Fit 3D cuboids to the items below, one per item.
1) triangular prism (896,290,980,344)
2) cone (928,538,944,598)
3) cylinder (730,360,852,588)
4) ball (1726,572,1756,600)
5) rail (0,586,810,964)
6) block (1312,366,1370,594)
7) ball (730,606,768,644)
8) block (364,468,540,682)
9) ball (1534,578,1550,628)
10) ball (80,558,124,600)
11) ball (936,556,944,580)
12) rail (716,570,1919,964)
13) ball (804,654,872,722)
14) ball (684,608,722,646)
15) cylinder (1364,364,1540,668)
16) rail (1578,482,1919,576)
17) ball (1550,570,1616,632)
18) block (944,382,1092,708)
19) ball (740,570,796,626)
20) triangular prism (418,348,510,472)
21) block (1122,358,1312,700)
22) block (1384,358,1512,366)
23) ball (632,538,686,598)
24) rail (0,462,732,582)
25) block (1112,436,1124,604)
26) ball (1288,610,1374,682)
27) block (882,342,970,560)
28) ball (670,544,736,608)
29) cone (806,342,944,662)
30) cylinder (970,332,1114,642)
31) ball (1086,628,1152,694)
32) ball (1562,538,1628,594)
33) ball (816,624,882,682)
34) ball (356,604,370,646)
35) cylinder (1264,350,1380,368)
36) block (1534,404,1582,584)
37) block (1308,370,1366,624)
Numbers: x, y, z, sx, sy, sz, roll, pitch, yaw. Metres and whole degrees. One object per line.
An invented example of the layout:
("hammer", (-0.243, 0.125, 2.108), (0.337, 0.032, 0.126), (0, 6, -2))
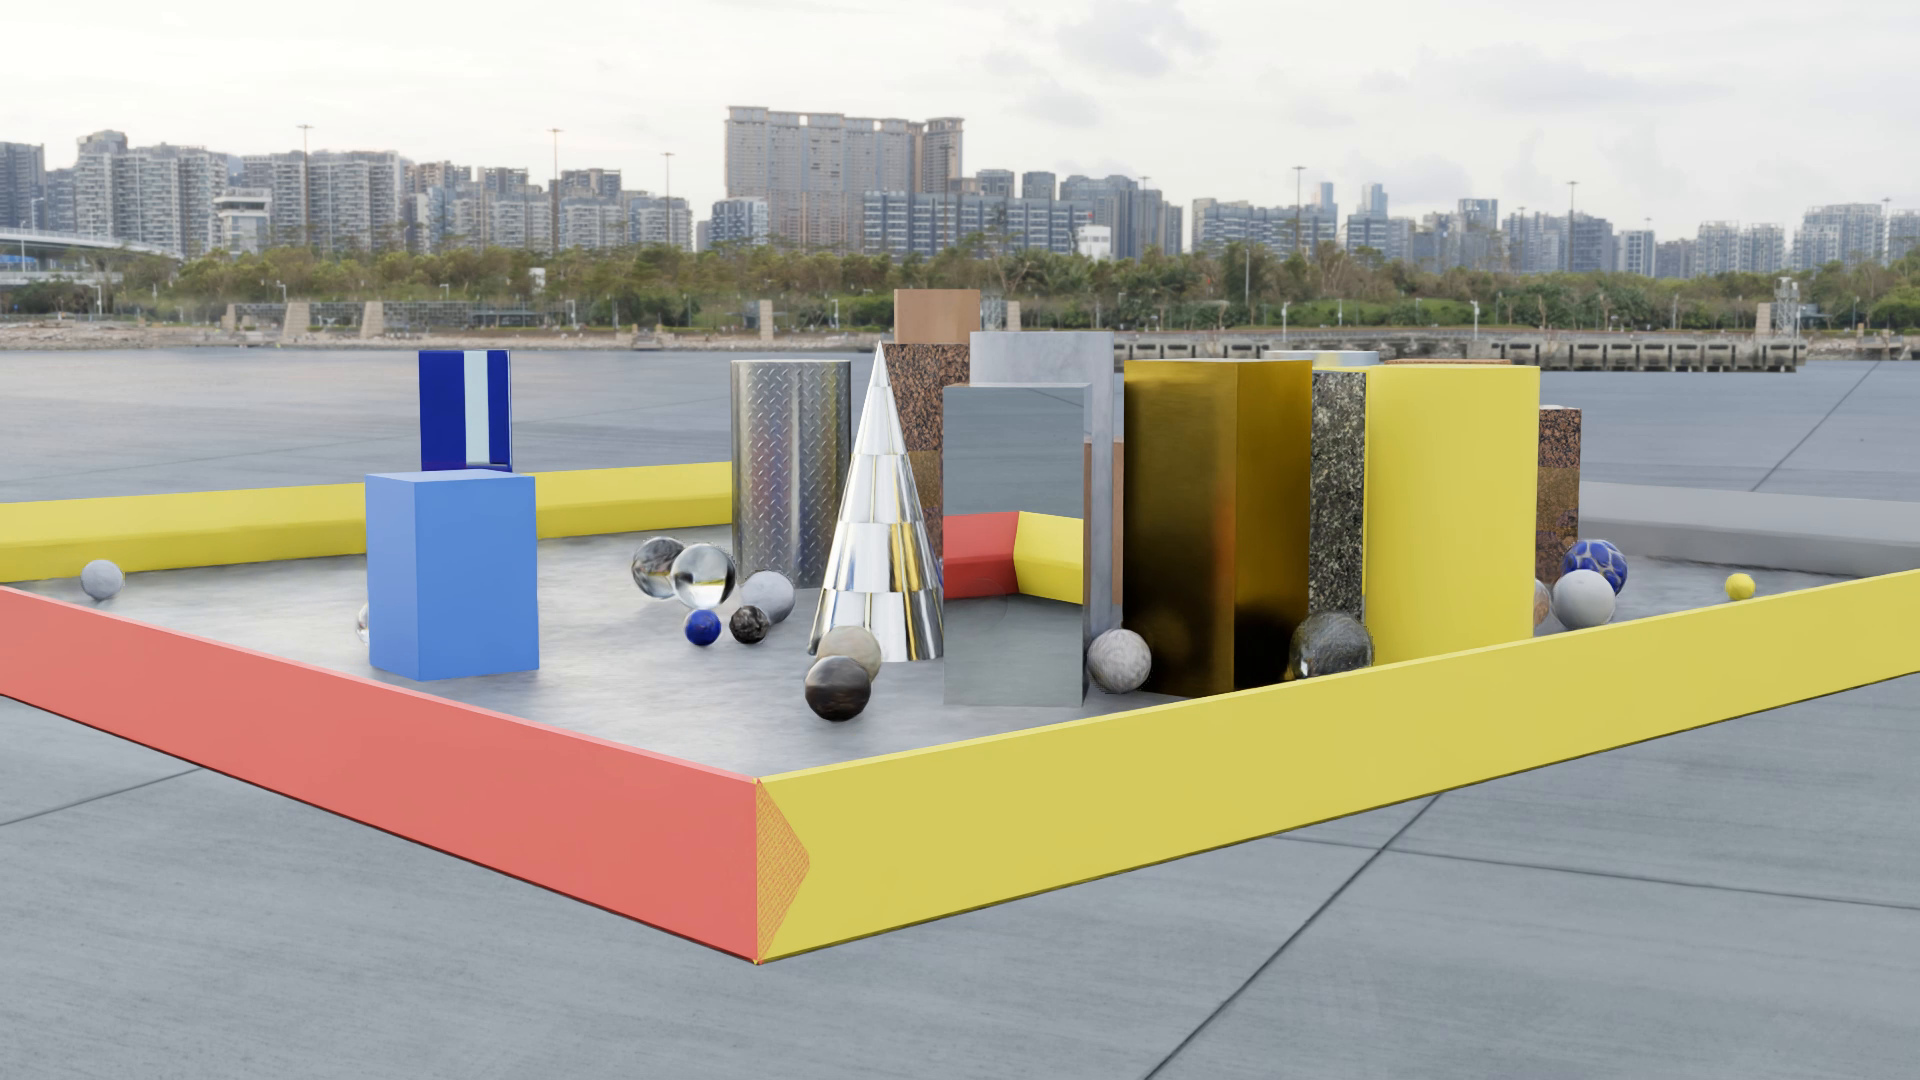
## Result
("triangular prism", (-0.067, -0.235, 4.197), (0.170, 0.483, 0.147), (-2, 6, -21))
("cone", (-0.106, -0.041, 3.201), (0.196, 0.304, 0.196), (0, 6, 0))
("cylinder", (-0.276, -0.112, 3.601), (0.196, 0.362, 0.196), (0, 6, 0))
("ball", (1.197, 0.072, 3.375), (0.043, 0.043, 0.043), (0, 6, 0))
("rail", (-0.980, 0.127, 2.433), (0.045, 0.127, 2.534), (-5, 8, -42))
("block", (0.643, -0.099, 3.526), (0.157, 0.352, 0.157), (-4, 7, -31))
("ball", (-0.282, 0.114, 2.937), (0.052, 0.052, 0.052), (0, 6, 0))
("block", (-0.633, 0.039, 2.740), (0.157, 0.241, 0.157), (-4, 7, -36))
("ball", (0.781, 0.088, 3.059), (0.078, 0.078, 0.078), (0, 6, 0))
("ball", (-1.326, 0.060, 3.397), (0.062, 0.062, 0.062), (0, 6, 0))
("ball", (-0.021, 0.052, 3.530), (0.051, 0.051, 0.051), (0, 6, 0))
("rail", (0.843, 0.128, 2.423), (2.713, 0.127, 0.045), (-5, 8, -42))
("ball", (-0.133, 0.161, 2.385), (0.072, 0.072, 0.072), (0, 6, 0))
("ball", (-0.342, 0.116, 2.923), (0.050, 0.050, 0.050), (0, 6, 0))
("cylinder", (0.583, -0.017, 2.611), (0.196, 0.378, 0.196), (0, 6, 0))
("rail", (0.980, -0.061, 4.231), (0.045, 0.127, 2.534), (-5, 8, -42))
("ball", (0.862, 0.084, 3.044), (0.087, 0.087, 0.087), (0, 6, 0))
("block", (0.068, 0.001, 2.537), (0.157, 0.359, 0.157), (1, 6, 7))
("ball", (-0.272, 0.082, 3.116), (0.077, 0.077, 0.077), (0, 6, 0))
("triangular prism", (-0.815, -0.139, 3.786), (0.170, 0.378, 0.147), (2, 6, 17))
("block", (0.302, -0.018, 2.584), (0.157, 0.386, 0.157), (5, 8, 40))
("block", (0.702, -0.073, 3.176), (0.157, 0.373, 0.157), (2, 6, 20))
("ball", (-0.452, 0.043, 3.348), (0.094, 0.094, 0.094), (0, 6, 0))
("rail", (-0.843, -0.062, 4.241), (2.713, 0.127, 0.045), (-5, 8, -42))
("block", (0.268, -0.033, 3.407), (0.157, 0.246, 0.157), (4, 7, 35))
("ball", (0.431, 0.131, 2.555), (0.097, 0.097, 0.097), (0, 6, 0))
("block", (-0.030, -0.157, 3.919), (0.157, 0.385, 0.157), (-5, 8, -42))
("ball", (-0.383, 0.055, 3.279), (0.098, 0.098, 0.098), (0, 6, 0))
("cone", (-0.104, -0.058, 2.866), (0.196, 0.408, 0.196), (0, 6, 0))
("cylinder", (0.111, -0.076, 3.006), (0.196, 0.415, 0.196), (0, 6, 0))
("ball", (0.185, 0.140, 2.548), (0.075, 0.075, 0.075), (0, 6, 0))
("ball", (0.967, 0.047, 3.353), (0.098, 0.098, 0.098), (0, 6, 0))
("ball", (-0.130, 0.138, 2.580), (0.077, 0.077, 0.077), (0, 6, 0))
("ball", (-0.758, 0.111, 2.887), (0.068, 0.068, 0.068), (0, 6, 0))
("cylinder", (0.622, -0.139, 3.804), (0.196, 0.373, 0.196), (0, 6, 0))
("block", (0.925, -0.078, 3.642), (0.157, 0.285, 0.157), (0, 6, 0))
("block", (0.406, -0.031, 2.800), (0.157, 0.367, 0.157), (-2, 6, -17))
